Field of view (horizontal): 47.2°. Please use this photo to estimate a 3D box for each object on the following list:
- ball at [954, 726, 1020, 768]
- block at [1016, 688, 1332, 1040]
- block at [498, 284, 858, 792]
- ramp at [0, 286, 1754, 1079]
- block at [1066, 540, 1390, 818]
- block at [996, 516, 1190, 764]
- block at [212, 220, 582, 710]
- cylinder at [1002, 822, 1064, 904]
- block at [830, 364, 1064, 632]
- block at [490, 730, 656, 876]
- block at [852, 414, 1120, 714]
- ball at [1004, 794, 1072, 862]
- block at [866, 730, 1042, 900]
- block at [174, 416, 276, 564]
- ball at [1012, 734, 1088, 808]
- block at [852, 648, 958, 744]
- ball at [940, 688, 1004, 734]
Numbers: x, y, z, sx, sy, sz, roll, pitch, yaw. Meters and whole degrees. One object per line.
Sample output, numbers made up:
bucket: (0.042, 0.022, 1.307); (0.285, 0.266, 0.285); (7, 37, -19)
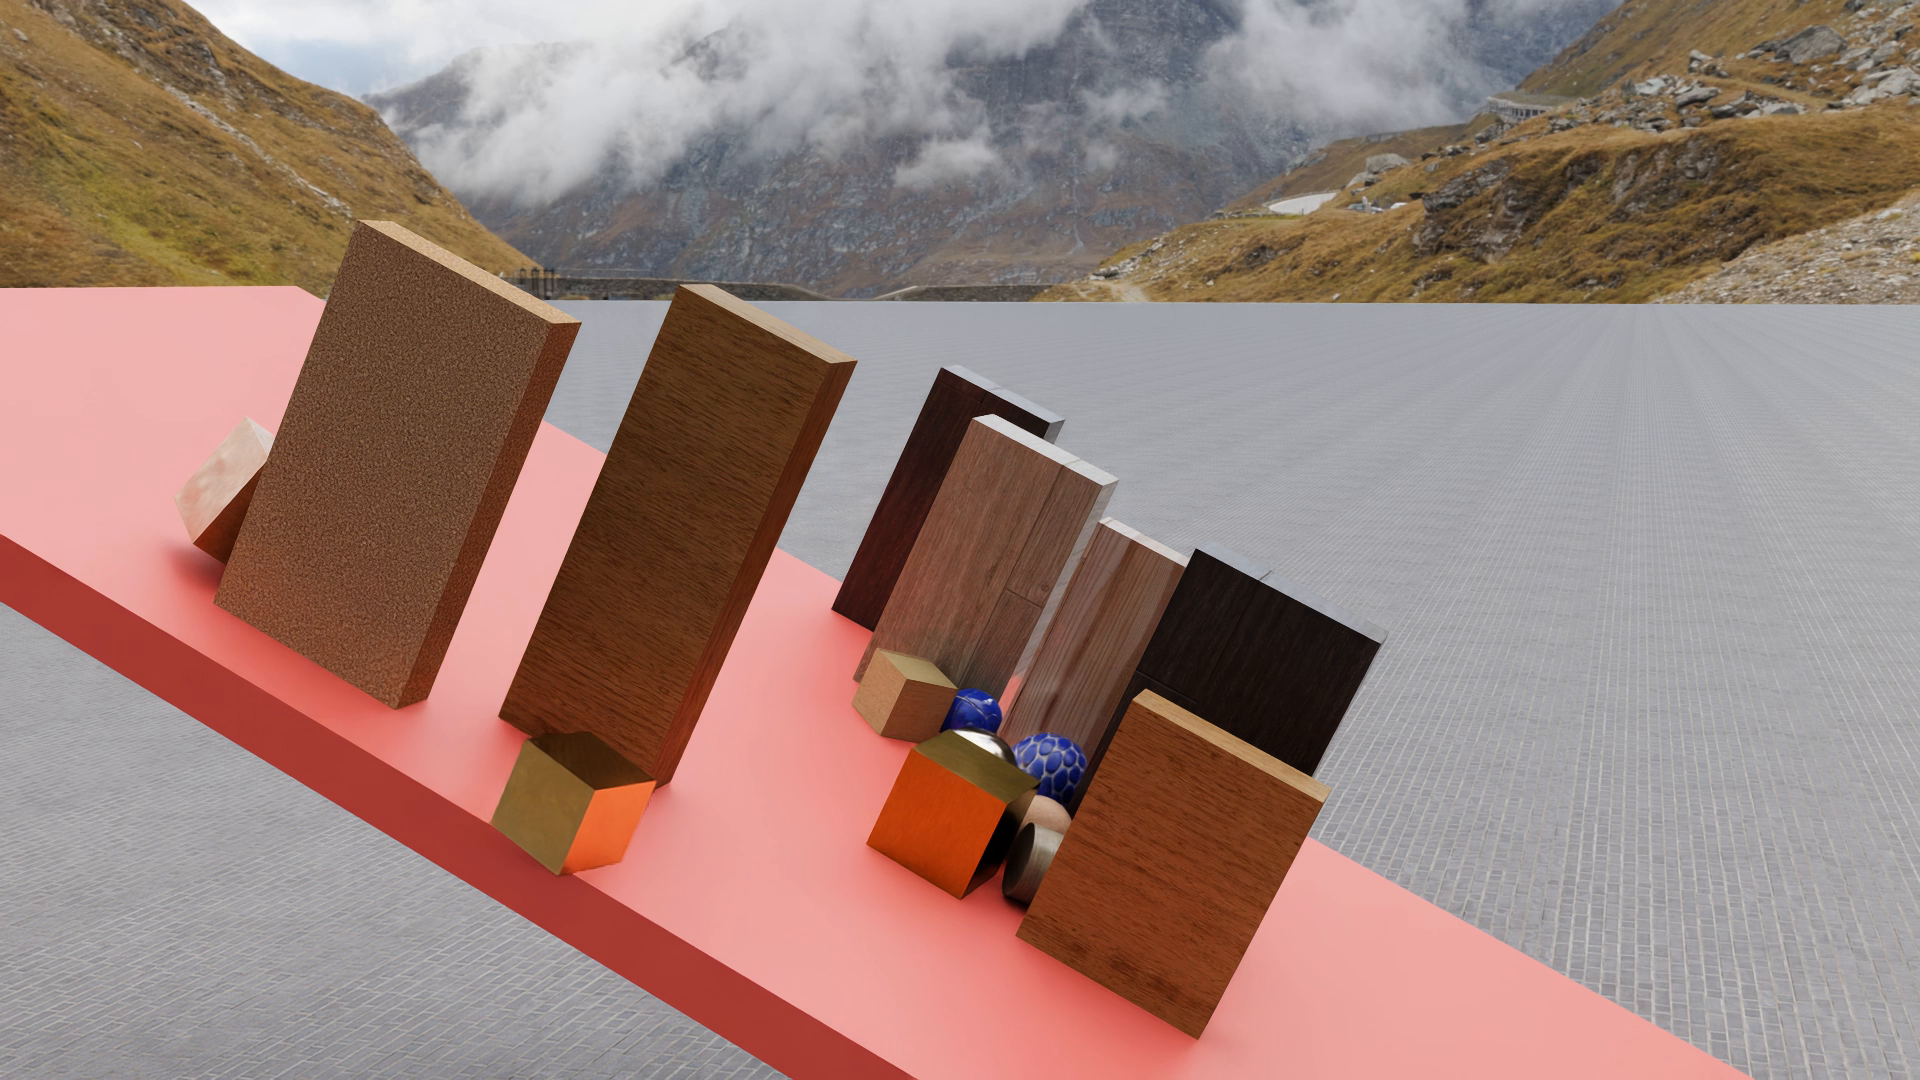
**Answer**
ball: (0.018, 0.436, 4.043); (0.186, 0.186, 0.186); (0, 7, 0)
block: (0.353, 0.538, 3.663); (0.348, 0.460, 0.105); (28, 14, 12)
block: (-0.461, 0.003, 3.556); (0.278, 0.783, 0.127); (28, 14, 12)
ramp: (-0.258, 0.437, 4.167); (4.000, 0.100, 2.000); (28, 14, 12)
block: (0.460, 0.382, 4.009); (0.364, 0.662, 0.138); (28, 14, 12)
block: (0.356, 0.310, 4.306); (0.444, 0.565, 0.093); (28, 14, 12)
block: (-0.896, -0.118, 3.477); (0.365, 0.675, 0.097); (28, 14, 12)
cylinder: (0.164, 0.583, 3.856); (0.135, 0.135, 0.135); (23, 3, -10)
block: (-0.028, -0.056, 4.920); (0.275, 0.607, 0.132); (28, 14, 12)
block: (-0.574, 0.389, 3.265); (0.146, 0.146, 0.146); (31, 15, 25)
block: (0.052, 0.082, 4.538); (0.300, 0.607, 0.148); (28, 14, 12)
ball: (0.136, 0.532, 3.984); (0.142, 0.142, 0.142); (0, 7, 0)
block: (-0.009, 0.475, 3.834); (0.192, 0.192, 0.192); (29, 14, 15)
block: (-1.167, -0.053, 3.687); (0.185, 0.185, 0.185); (41, 1, -38)
ball: (0.163, 0.461, 4.220); (0.179, 0.179, 0.179); (0, 7, 0)
block: (-0.111, 0.314, 4.398); (0.131, 0.131, 0.131); (15, 17, -36)
ball: (0.021, 0.366, 4.429); (0.134, 0.134, 0.134); (0, 7, 0)
